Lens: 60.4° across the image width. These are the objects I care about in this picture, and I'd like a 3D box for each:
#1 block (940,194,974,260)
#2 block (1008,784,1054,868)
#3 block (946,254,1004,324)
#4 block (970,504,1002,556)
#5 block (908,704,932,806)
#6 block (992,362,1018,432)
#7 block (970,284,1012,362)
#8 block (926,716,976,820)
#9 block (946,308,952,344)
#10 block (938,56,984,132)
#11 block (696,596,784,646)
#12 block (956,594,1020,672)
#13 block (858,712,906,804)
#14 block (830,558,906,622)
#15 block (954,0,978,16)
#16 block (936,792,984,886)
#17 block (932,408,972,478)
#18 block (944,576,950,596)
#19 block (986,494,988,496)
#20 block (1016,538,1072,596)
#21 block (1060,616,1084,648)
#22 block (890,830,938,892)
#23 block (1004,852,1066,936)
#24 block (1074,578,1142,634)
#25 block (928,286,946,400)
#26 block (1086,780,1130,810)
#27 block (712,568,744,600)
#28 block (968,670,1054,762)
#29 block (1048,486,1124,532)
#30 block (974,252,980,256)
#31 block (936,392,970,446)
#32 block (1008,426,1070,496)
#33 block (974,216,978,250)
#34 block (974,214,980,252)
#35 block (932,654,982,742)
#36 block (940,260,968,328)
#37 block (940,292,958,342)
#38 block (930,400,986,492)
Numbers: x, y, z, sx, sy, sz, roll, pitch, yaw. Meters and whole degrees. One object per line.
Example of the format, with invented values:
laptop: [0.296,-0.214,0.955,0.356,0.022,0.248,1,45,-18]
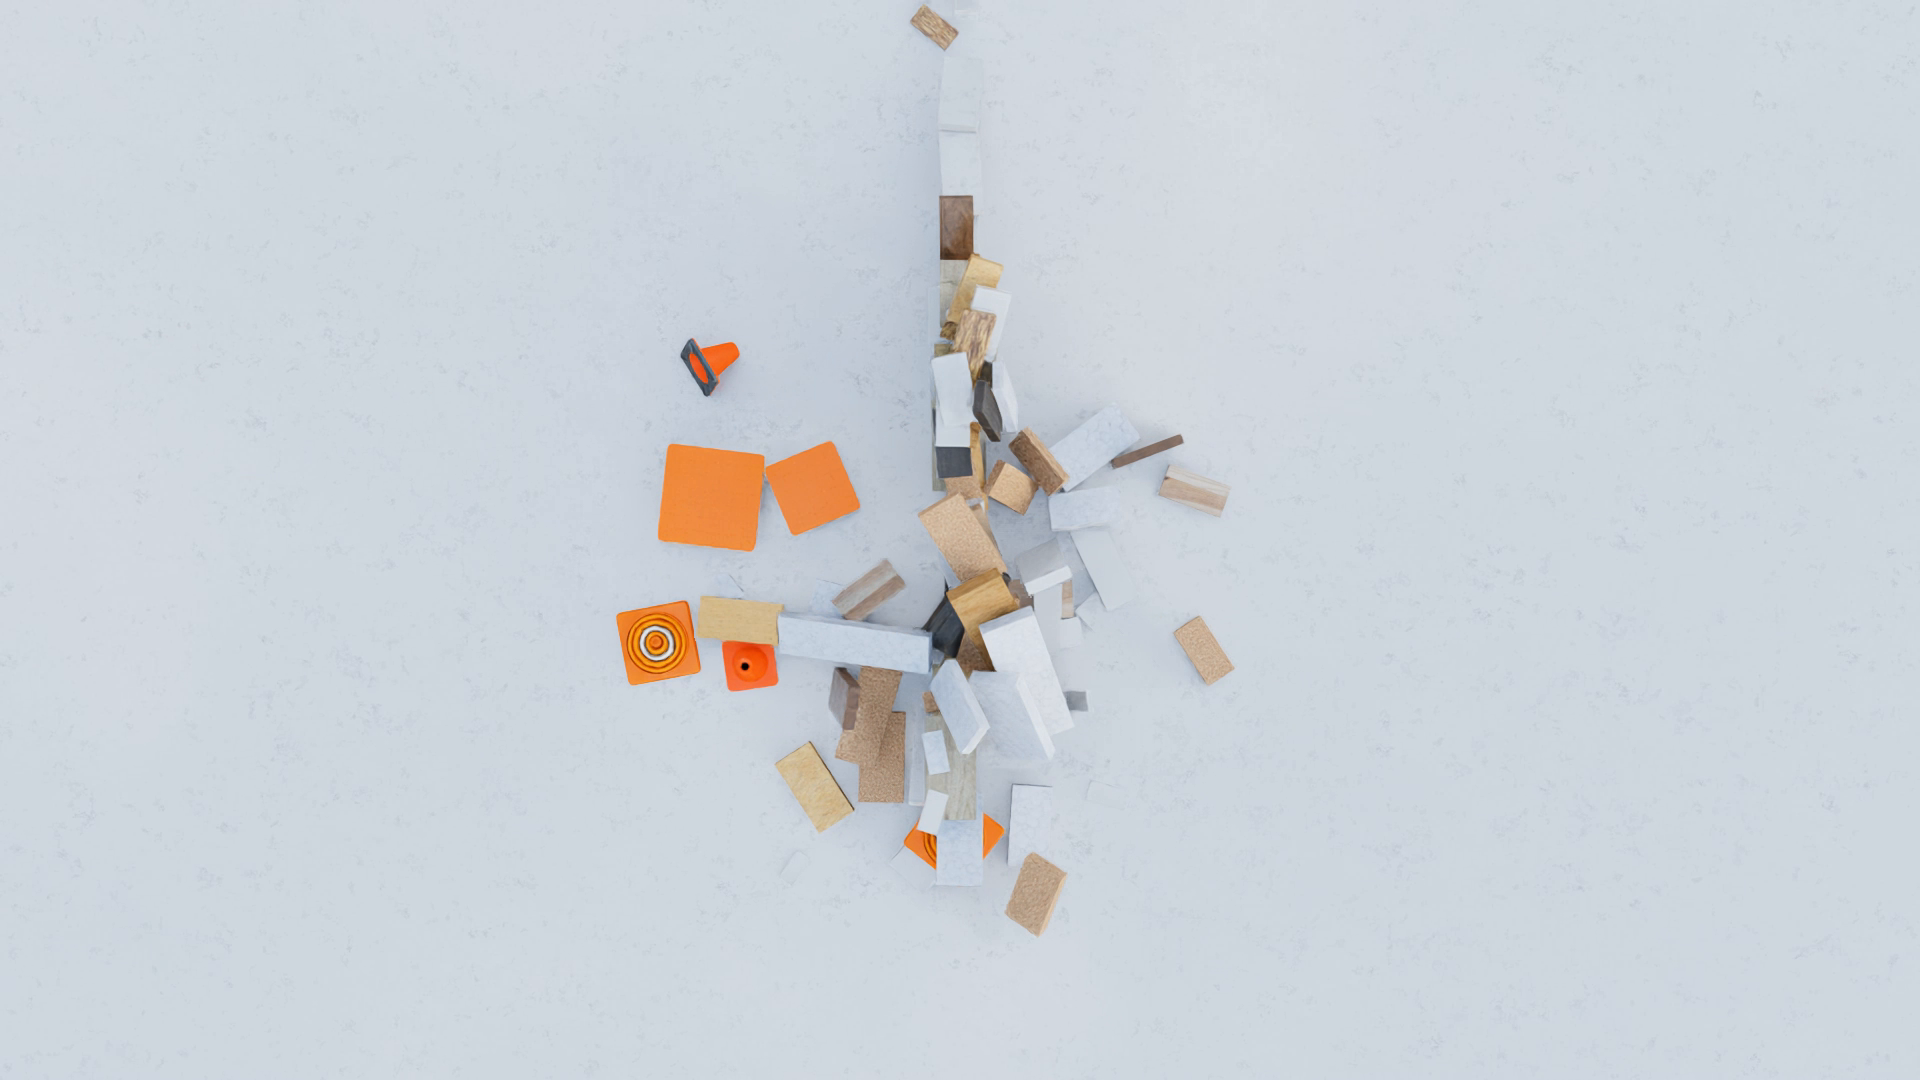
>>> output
block: [-0.010,-0.907,5.262,0.107,0.030,0.396,-1,124,0]
block: [0.233,0.950,5.481,0.135,0.038,0.270,4,90,0]
block: [0.046,-0.769,5.124,0.107,0.030,0.214,16,113,-18]
block: [0.054,-0.011,5.299,0.103,0.029,0.207,-23,122,1]
block: [-0.073,0.709,5.412,0.164,0.047,0.329,4,66,1]
block: [0.142,-0.452,5.202,0.031,0.219,0.109,-6,55,13]
block: [0.076,-0.670,5.110,0.111,0.031,0.222,10,113,-15]
block: [-0.029,0.737,5.321,0.164,0.047,0.329,0,79,0]
block: [-0.006,-0.661,5.229,0.076,0.021,0.151,-1,115,1]
block: [0.003,-1.470,5.437,0.130,0.037,0.259,4,70,2]
block: [-0.727,0.266,5.460,0.274,0.039,0.137,6,89,4]
block: [0.089,0.299,5.359,0.139,0.039,0.278,10,110,-16]
block: [-0.259,0.720,5.479,0.149,0.042,0.298,1,90,0]
block: [-0.301,0.177,5.462,0.230,0.033,0.115,-37,94,-9]
block: [0.022,-1.790,5.450,0.075,0.021,0.150,1,57,0]
block: [0.000,0.974,5.370,0.149,0.042,0.298,1,75,-1]
block: [-0.025,-0.309,5.218,0.110,0.031,0.221,-5,95,-5]
block: [0.007,0.126,5.454,0.113,0.032,0.225,0,103,-5]
block: [0.025,-0.056,5.397,0.113,0.032,0.225,5,90,-6]
block: [0.269,0.084,5.347,0.149,0.299,0.042,-23,107,3]
block: [0.310,0.315,5.475,0.185,0.026,0.093,-10,90,-7]
block: [-0.078,1.008,5.479,0.149,0.042,0.298,42,90,0]
block: [0.245,1.157,5.386,0.138,0.039,0.275,31,126,20]
block: [0.492,0.202,5.485,0.211,0.030,0.105,-43,90,0]
block: [-0.008,-0.633,5.300,0.179,0.051,0.357,-1,100,0]
block: [0.491,0.849,5.491,0.134,0.019,0.067,16,90,0]
block: [-0.770,0.155,5.492,0.054,0.015,0.108,-39,90,0]
block: [0.167,0.571,5.338,0.177,0.050,0.355,0,131,31]
block: [0.414,-0.103,5.437,0.237,0.034,0.118,-8,70,7]
block: [0.005,-0.828,5.457,0.119,0.034,0.239,0,103,0]
block: [-0.022,-0.398,5.151,0.105,0.030,0.211,0,94,-5]
block: [0.257,-0.258,5.421,0.031,0.109,0.218,-35,85,-37]
block: [0.002,-1.065,5.430,0.119,0.034,0.239,2,66,1]
block: [0.005,-0.986,5.483,0.119,0.034,0.238,0,90,0]
block: [-0.007,0.499,5.431,0.164,0.047,0.329,1,73,1]
block: [-0.011,-0.780,5.232,0.107,0.030,0.214,1,100,0]
block: [-0.004,-0.699,5.186,0.076,0.021,0.151,17,113,-11]
block: [-0.004,-0.340,5.424,0.179,0.051,0.357,-1,107,0]
